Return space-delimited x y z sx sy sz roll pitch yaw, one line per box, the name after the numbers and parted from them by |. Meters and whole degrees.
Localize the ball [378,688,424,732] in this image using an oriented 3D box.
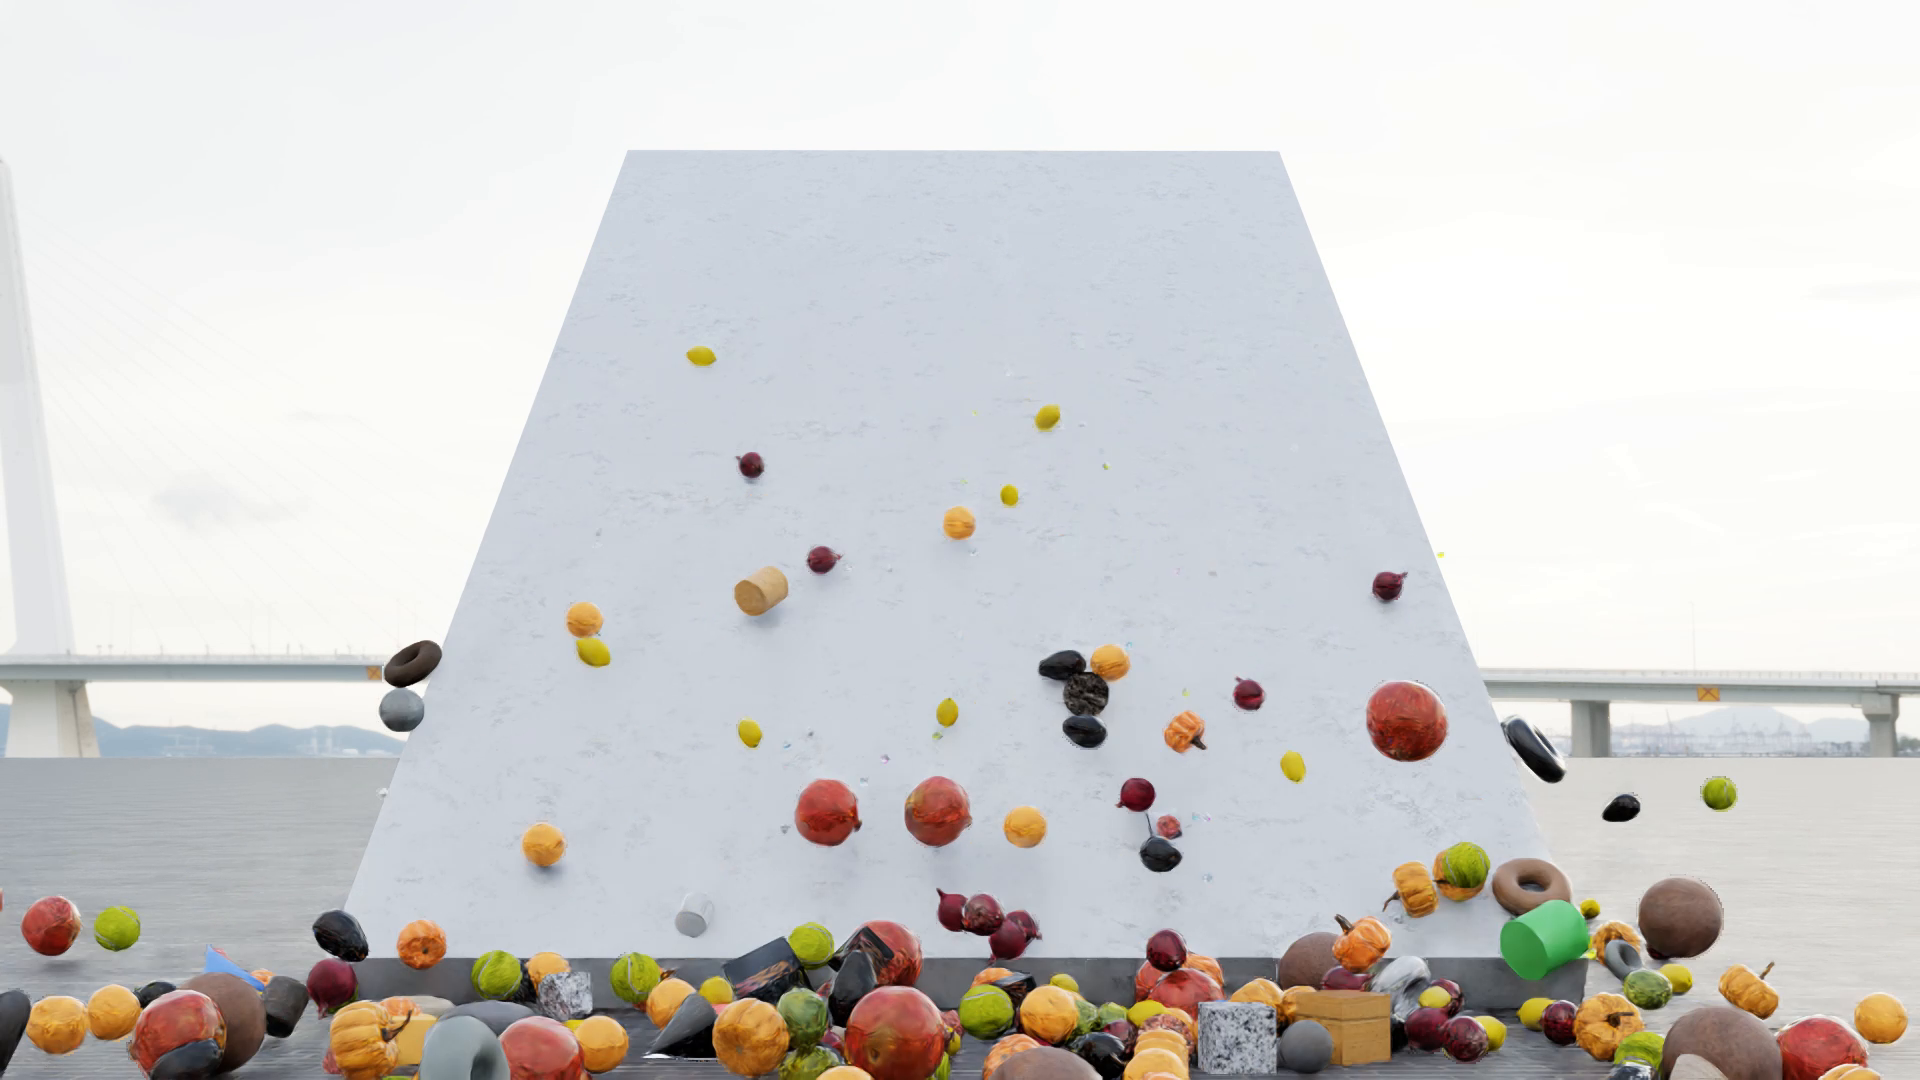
-1.019 0.310 4.344 0.082 0.082 0.082 0 -5 0 | ball

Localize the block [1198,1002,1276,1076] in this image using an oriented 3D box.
0.355 0.640 3.055 0.083 0.083 0.083 1 -5 -6 | block

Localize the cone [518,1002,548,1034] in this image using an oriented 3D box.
-0.598 0.684 3.366 0.059 0.059 0.059 -2 -14 26 | cone

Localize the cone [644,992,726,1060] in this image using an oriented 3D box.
-0.374 0.658 3.122 0.097 0.097 0.097 -21 9 -37 | cone

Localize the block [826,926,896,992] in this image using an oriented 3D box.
-0.130 0.549 3.123 0.055 0.055 0.055 -46 1 -28 | block

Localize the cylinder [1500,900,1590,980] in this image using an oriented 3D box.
0.915 0.626 3.729 0.098 0.098 0.098 -19 6 -32 | cylinder

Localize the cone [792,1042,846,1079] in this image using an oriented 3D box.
-0.180 0.651 2.882 0.067 0.067 0.067 2 -32 -22 | cone

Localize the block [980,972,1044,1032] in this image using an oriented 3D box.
0.075 0.659 3.399 0.061 0.061 0.061 -15 0 -20 | block

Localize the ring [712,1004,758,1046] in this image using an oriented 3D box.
-0.329 0.687 3.370 0.135 0.045 0.135 2 -3 0 | ring

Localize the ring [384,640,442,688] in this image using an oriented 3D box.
-1.049 0.237 4.565 0.120 0.040 0.120 -23 27 13 | ring

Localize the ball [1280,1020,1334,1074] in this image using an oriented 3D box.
0.438 0.642 3.013 0.068 0.068 0.068 0 -5 0 | ball

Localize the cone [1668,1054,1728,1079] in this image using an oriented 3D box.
0.769 0.616 2.549 0.095 0.095 0.095 -27 6 -24 | cone

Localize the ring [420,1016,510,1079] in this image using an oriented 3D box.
-0.488 0.546 2.356 0.050 0.149 0.149 -10 -7 11 | ring

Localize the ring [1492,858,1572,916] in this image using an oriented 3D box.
0.936 0.569 3.896 0.131 0.044 0.131 -1 33 0 | ring

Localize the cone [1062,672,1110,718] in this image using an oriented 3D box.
0.231 0.285 4.444 0.086 0.086 0.086 0 1 -2 | cone

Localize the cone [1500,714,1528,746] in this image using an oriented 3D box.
1.064 0.372 4.535 0.063 0.063 0.063 0 13 2 | cone

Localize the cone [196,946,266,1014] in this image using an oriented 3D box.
-1.052 0.646 3.462 0.096 0.096 0.096 11 -8 -15 | cone

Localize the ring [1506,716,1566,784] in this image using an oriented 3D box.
1.055 0.384 4.364 0.048 0.143 0.143 -41 -19 15 | ring

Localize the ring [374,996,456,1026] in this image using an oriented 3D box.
-0.808 0.704 3.537 0.122 0.041 0.122 3 -3 0 | ring

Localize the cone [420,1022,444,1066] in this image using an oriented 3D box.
-0.671 0.664 3.043 0.074 0.074 0.074 5 -34 -46 | cone

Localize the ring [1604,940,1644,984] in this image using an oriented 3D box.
1.072 0.680 3.845 0.077 0.077 0.026 4 -38 -37 | ring

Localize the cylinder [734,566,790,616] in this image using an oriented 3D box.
-0.392 0.101 4.709 0.077 0.077 0.077 -4 19 38 | cylinder

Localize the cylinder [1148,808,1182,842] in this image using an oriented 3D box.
0.347 0.484 4.039 0.050 0.050 0.050 -10 -5 -1 | cylinder

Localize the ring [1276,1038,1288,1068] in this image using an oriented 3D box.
0.438 0.672 3.118 0.095 0.032 0.095 2 -6 0 | ring

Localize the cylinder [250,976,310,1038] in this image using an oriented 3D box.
-0.960 0.660 3.365 0.063 0.063 0.063 11 -42 10 | cylinder

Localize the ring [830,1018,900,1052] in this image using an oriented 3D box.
-0.132 0.684 3.291 0.098 0.033 0.098 -4 2 0 | ring

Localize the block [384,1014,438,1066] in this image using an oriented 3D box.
-0.726 0.661 3.149 0.058 0.058 0.058 2 -6 -24 | block

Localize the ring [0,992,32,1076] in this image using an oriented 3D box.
-1.133 0.590 2.798 0.042 0.125 0.125 26 -11 -13 | ring

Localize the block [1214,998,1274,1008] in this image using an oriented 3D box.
0.387 0.668 3.274 0.066 0.066 0.066 -4 -7 40 | block

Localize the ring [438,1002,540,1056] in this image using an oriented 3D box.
-0.627 0.650 3.161 0.139 0.046 0.139 -5 -29 -3 | ring

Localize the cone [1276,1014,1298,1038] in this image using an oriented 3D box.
0.445 0.693 3.310 0.052 0.052 0.052 3 -32 -29 | cone

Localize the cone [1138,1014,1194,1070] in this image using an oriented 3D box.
0.258 0.670 3.117 0.076 0.076 0.076 1 -32 -15 | cone

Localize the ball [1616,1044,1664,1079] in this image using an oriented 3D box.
0.825 0.639 2.887 0.056 0.056 0.056 0 -5 0 | ball

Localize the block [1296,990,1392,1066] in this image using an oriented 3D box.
0.512 0.648 3.172 0.087 0.087 0.087 3 -6 -34 | block

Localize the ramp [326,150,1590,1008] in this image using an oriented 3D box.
-0.011 -0.224 5.562 2.000 0.100 4.000 0 28 0 | ramp

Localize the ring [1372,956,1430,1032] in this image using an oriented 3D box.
0.638 0.660 3.461 0.121 0.121 0.040 6 18 -47 | ring

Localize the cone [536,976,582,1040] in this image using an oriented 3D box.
-0.588 0.670 3.428 0.088 0.088 0.088 0 -5 0 | cone

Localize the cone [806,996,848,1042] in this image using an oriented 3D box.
-0.200 0.691 3.344 0.072 0.072 0.072 -1 21 15 | cone

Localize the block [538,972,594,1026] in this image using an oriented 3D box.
-0.584 0.681 3.524 0.064 0.064 0.064 2 -28 -23 | block

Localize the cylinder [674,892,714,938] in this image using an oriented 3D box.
-0.426 0.601 3.823 0.052 0.052 0.052 -1 27 11 | cylinder

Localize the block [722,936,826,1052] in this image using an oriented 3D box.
-0.252 0.613 3.223 0.092 0.092 0.092 -25 24 -12 | block
